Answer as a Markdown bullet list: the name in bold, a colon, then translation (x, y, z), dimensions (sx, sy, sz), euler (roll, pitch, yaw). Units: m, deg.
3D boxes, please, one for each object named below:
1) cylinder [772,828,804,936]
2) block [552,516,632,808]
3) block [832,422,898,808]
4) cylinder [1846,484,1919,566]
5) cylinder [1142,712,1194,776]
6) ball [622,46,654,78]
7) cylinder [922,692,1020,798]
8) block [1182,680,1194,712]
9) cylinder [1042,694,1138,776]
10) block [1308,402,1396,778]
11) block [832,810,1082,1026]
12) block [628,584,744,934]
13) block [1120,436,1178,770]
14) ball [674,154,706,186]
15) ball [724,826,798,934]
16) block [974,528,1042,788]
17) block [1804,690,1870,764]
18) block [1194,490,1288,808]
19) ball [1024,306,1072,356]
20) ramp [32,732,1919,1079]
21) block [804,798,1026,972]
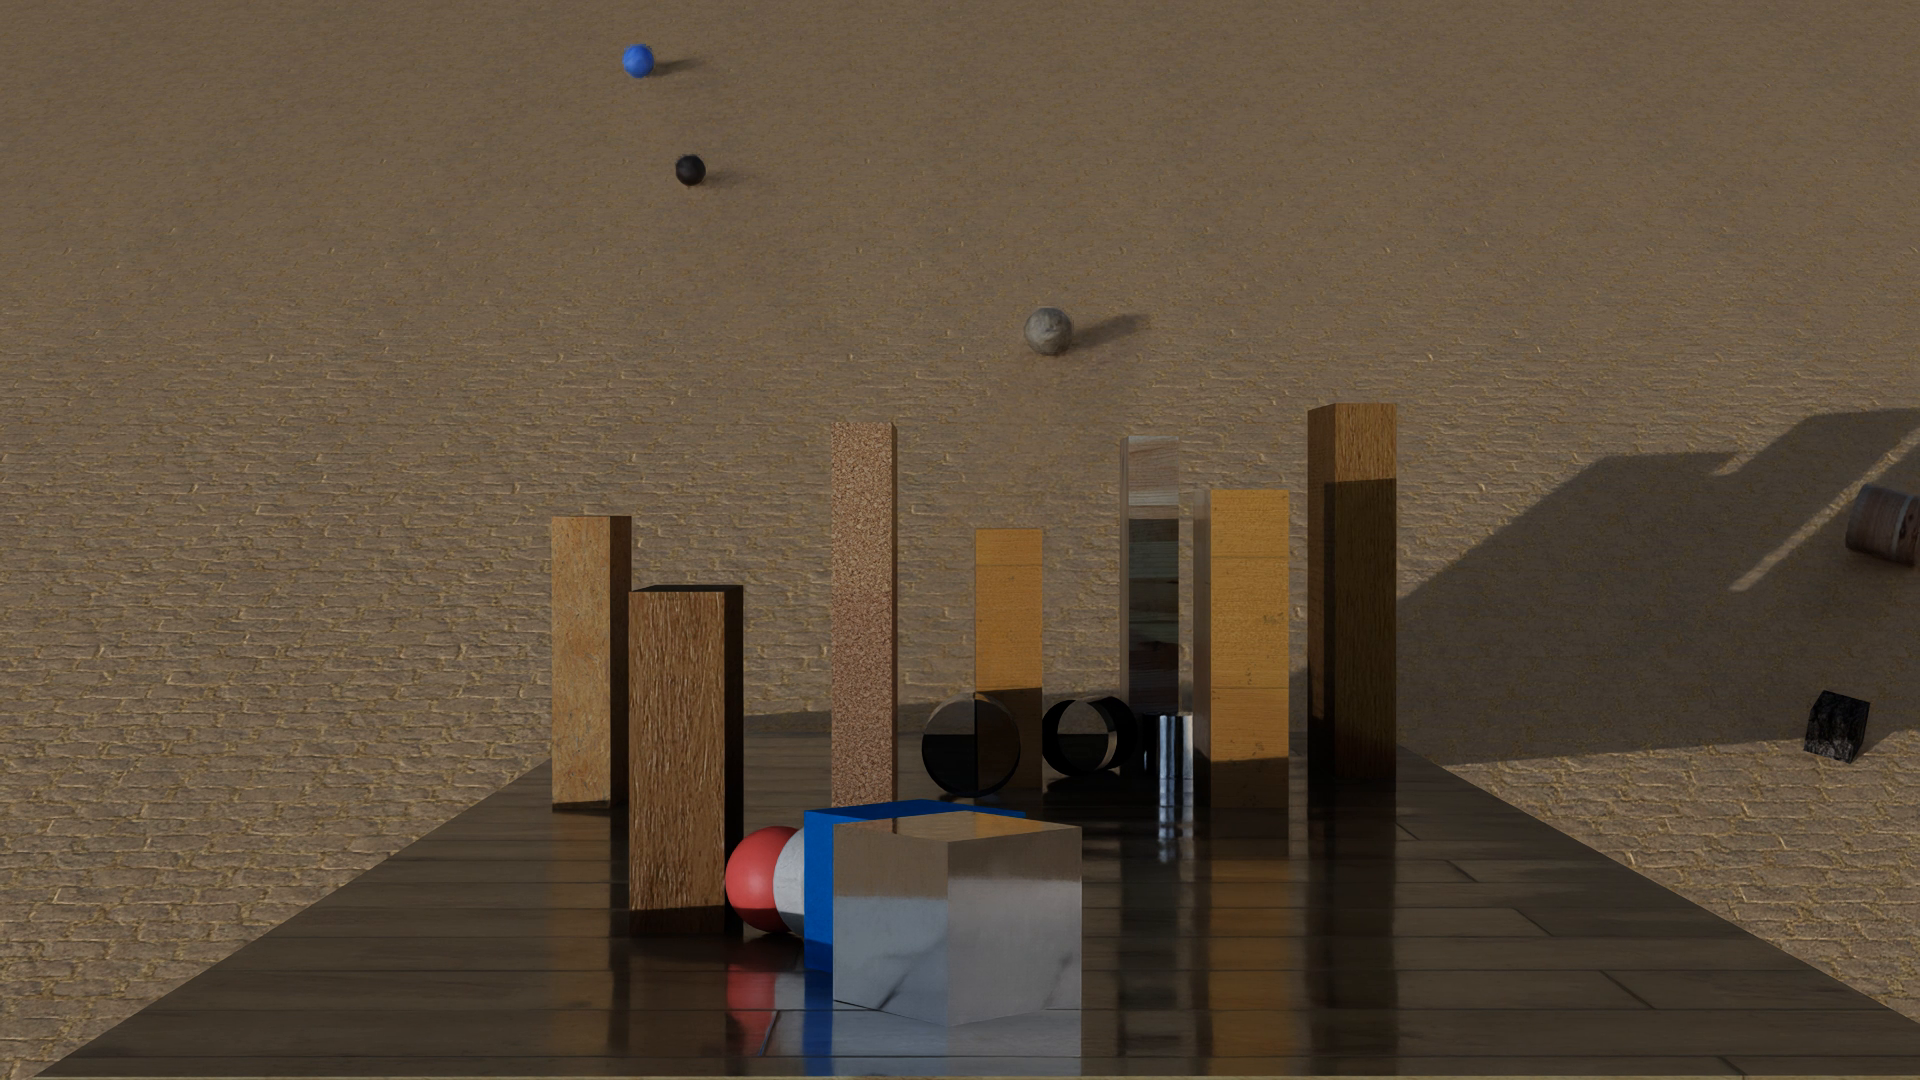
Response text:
- **cylinder**: translation (-0.136, 0.454, 3.382), dimensions (0.156, 0.156, 0.156), euler (-25, 17, -39)
- **block**: translation (-0.722, 0.231, 5.085), dimensions (0.111, 0.557, 0.327), euler (0, 1, 0)
- **block**: translation (-0.133, 0.183, 3.653), dimensions (0.082, 0.689, 0.330), euler (0, 1, 0)
- **cylinder**: translation (2.737, -0.045, 7.595), dimensions (0.197, 0.197, 0.197), euler (17, 32, 29)
- **cylinder**: translation (0.457, 0.439, 5.564), dimensions (0.129, 0.129, 0.129), euler (0, 1, 0)
- **ball**: translation (-1.451, -2.155, 11.640), dimensions (0.141, 0.141, 0.141), euler (0, 28, 0)
- **cylinder**: translation (0.023, 0.410, 5.198), dimensions (0.196, 0.196, 0.196), euler (0, 1, 1)
- **block**: translation (0.650, 0.424, 6.575), dimensions (0.132, 0.132, 0.132), euler (0, 1, -16)
- **cylinder**: translation (0.278, 0.421, 5.581), dimensions (0.164, 0.164, 0.164), euler (15, 7, 26)
- **block**: translation (0.858, 0.105, 5.678), dimensions (0.130, 0.794, 0.429), euler (0, 1, 0)
- **block**: translation (-0.004, 0.433, 2.997), dimensions (0.205, 0.205, 0.205), euler (-1, 1, -41)
- **block**: translation (-0.382, 0.298, 3.635), dimensions (0.129, 0.460, 0.310), euler (0, 1, 0)
- **block**: translation (0.422, 0.136, 5.786), dimensions (0.109, 0.729, 0.323), euler (0, 1, 0)
- **ball**: translation (-1.086, -1.488, 10.399), dimensions (0.123, 0.123, 0.123), euler (0, 28, 0)
- **ball**: translation (-0.245, 0.458, 3.485), dimensions (0.144, 0.144, 0.144), euler (0, 28, 0)
- **block**: translation (0.100, 0.240, 5.493), dimensions (0.136, 0.529, 0.398), euler (0, 1, 0)
- **block**: translation (2.267, 0.483, 6.680), dimensions (0.121, 0.121, 0.121), euler (16, 32, 28)
- **block**: translation (0.553, 0.205, 5.117), dimensions (0.149, 0.608, 0.368), euler (0, 1, 0)
- **ball**: translation (0.304, -0.718, 8.898), dimensions (0.168, 0.168, 0.168), euler (0, 28, 0)
- **ramp**: translation (0.063, 0.566, 4.605), dimensions (2.000, 0.100, 4.000), euler (0, 1, 0)
- **block**: translation (-0.057, 0.435, 3.217), dimensions (0.195, 0.195, 0.195), euler (-1, 1, -42)
